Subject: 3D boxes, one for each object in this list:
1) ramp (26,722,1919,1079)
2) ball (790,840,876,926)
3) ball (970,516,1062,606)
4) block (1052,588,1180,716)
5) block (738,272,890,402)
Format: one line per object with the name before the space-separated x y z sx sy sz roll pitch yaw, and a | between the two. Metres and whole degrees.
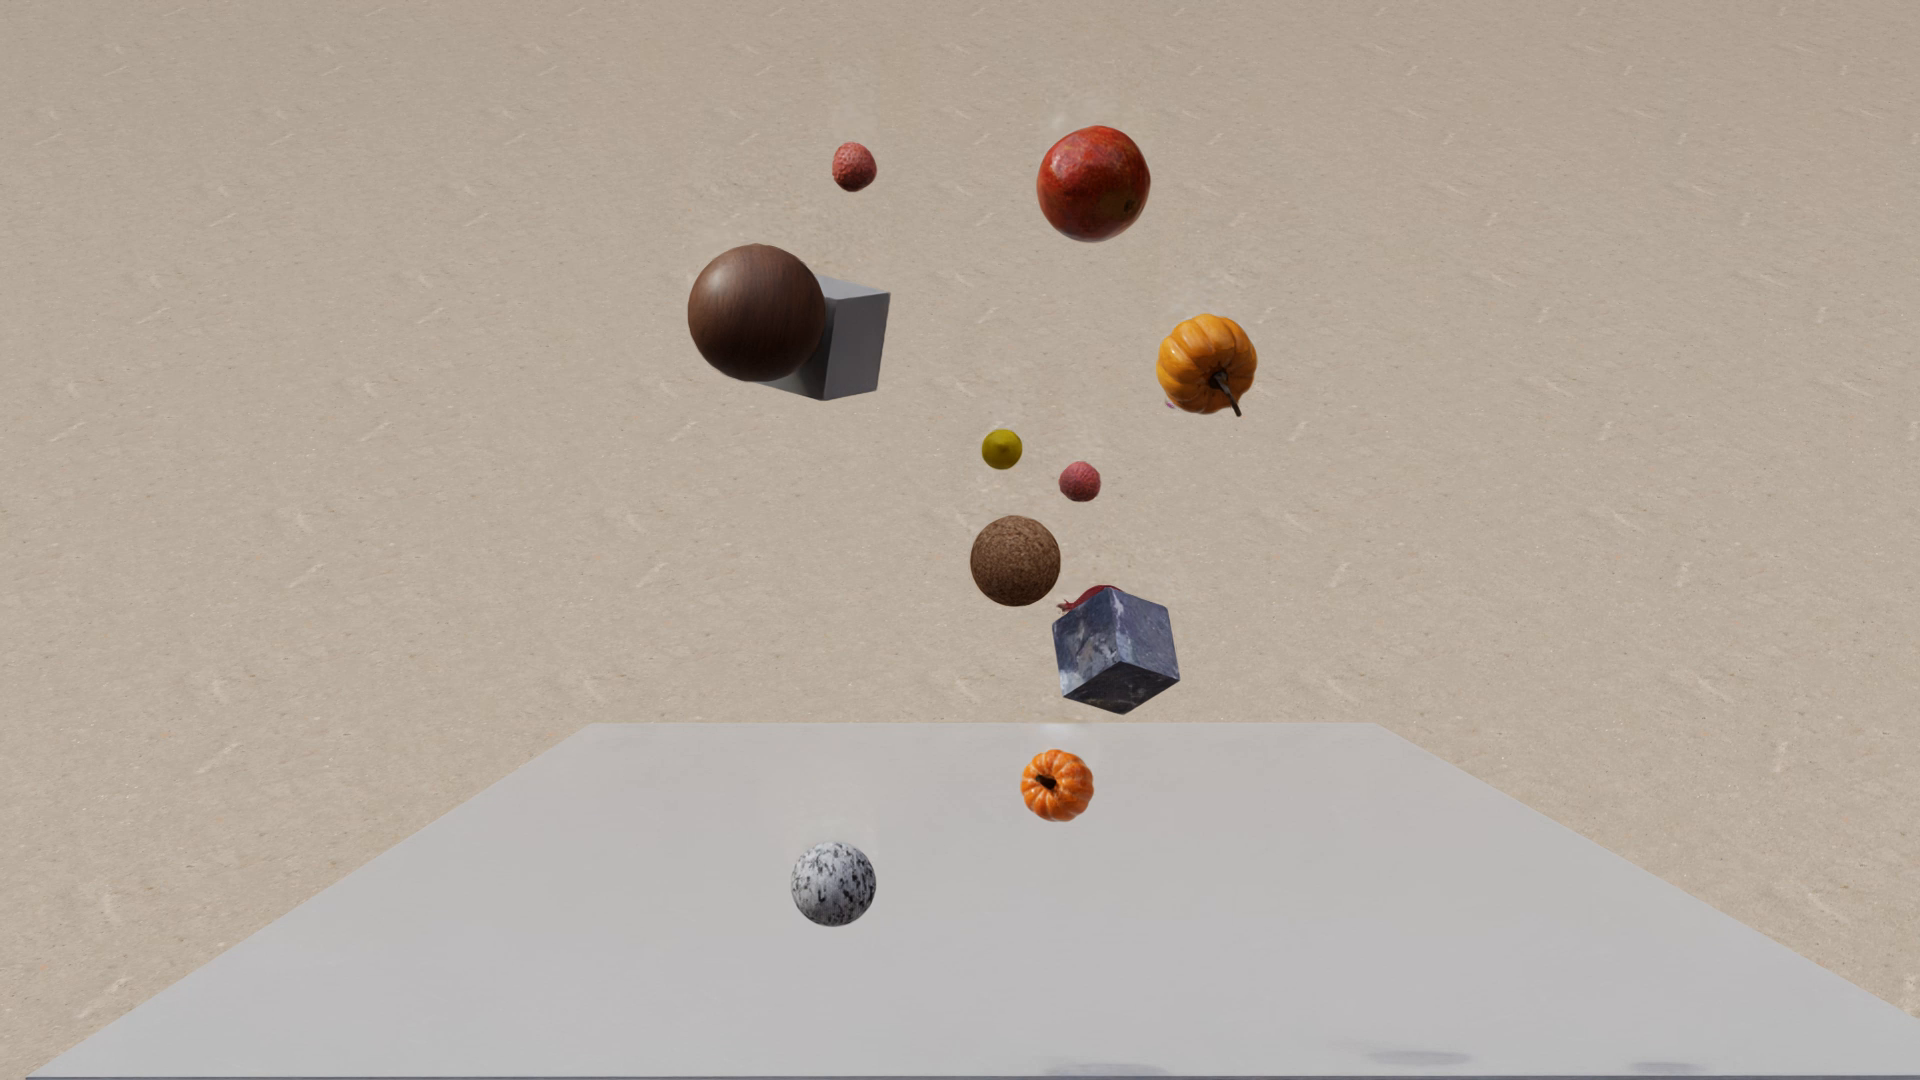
ramp | 0.061 0.552 4.588 2.000 0.100 4.000 0 1 0
ball | -0.130 0.353 2.653 0.088 0.088 0.088 0 27 0
ball | 0.053 0.020 2.474 0.088 0.088 0.088 0 27 0
block | 0.152 0.109 2.527 0.082 0.082 0.082 19 50 -37
block | -0.142 -0.201 2.525 0.100 0.100 0.100 16 17 26
